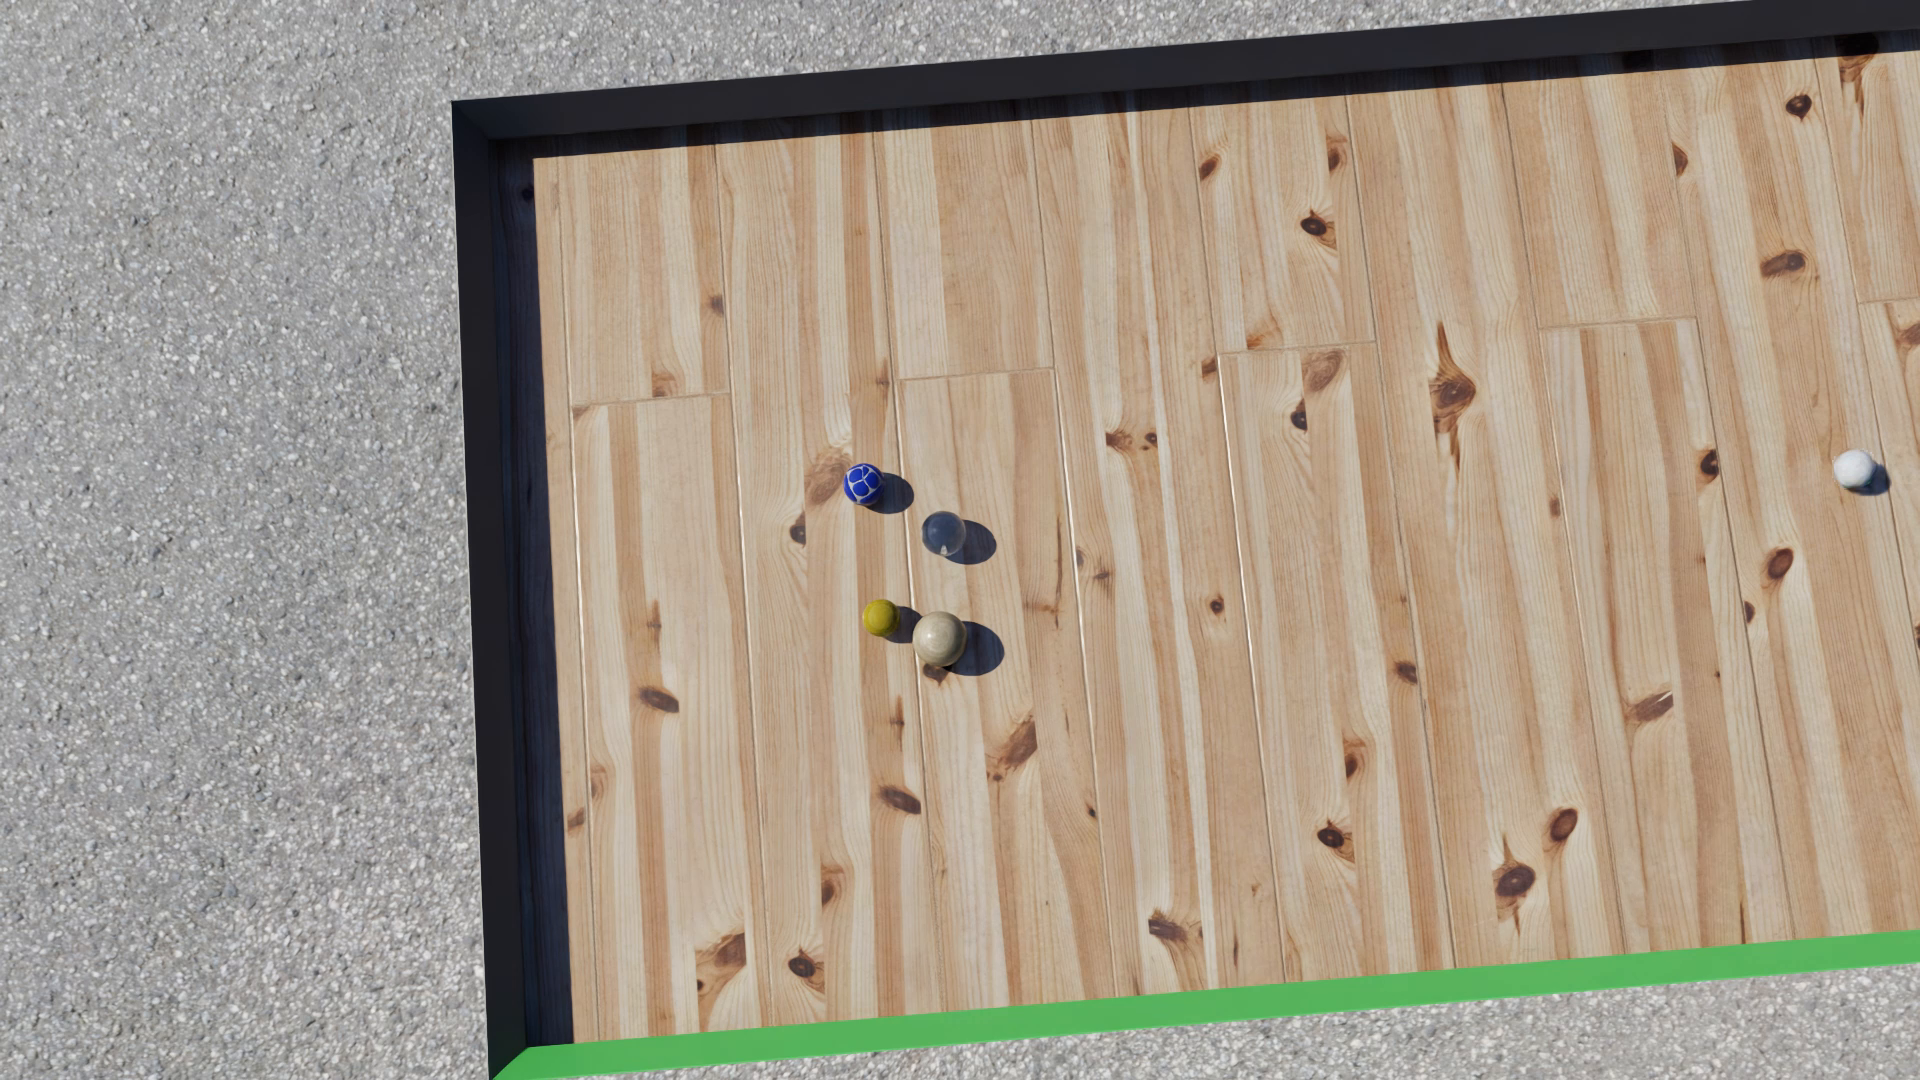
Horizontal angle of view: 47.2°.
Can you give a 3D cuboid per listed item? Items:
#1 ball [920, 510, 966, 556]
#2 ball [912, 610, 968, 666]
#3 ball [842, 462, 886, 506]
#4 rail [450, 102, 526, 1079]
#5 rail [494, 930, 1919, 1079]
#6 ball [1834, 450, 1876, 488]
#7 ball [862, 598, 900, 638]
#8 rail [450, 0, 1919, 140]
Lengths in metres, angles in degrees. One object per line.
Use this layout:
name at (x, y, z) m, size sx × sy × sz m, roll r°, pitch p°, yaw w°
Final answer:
ball at (-0.025, -0.010, 3.304) m, size 0.070 × 0.070 × 0.070 m, roll 0°, pitch 78°, yaw 0°
ball at (-0.030, 0.147, 3.265) m, size 0.083 × 0.083 × 0.083 m, roll 0°, pitch 78°, yaw 0°
ball at (-0.145, -0.084, 3.322) m, size 0.065 × 0.065 × 0.065 m, roll 0°, pitch 78°, yaw 0°
rail at (-0.697, 0.052, 3.271) m, size 0.045 × 0.108 × 1.470 m, roll -5°, pitch 78°, yaw -1°
rail at (0.779, 0.631, 3.151) m, size 2.893 × 0.108 × 0.045 m, roll -5°, pitch 78°, yaw -1°
ball at (1.354, -0.107, 3.330) m, size 0.059 × 0.059 × 0.059 m, roll 0°, pitch 78°, yaw 0°
ball at (-0.117, 0.116, 3.284) m, size 0.058 × 0.058 × 0.058 m, roll 0°, pitch 78°, yaw 0°
rail at (0.662, -0.757, 3.438) m, size 2.893 × 0.108 × 0.045 m, roll -5°, pitch 78°, yaw -1°
